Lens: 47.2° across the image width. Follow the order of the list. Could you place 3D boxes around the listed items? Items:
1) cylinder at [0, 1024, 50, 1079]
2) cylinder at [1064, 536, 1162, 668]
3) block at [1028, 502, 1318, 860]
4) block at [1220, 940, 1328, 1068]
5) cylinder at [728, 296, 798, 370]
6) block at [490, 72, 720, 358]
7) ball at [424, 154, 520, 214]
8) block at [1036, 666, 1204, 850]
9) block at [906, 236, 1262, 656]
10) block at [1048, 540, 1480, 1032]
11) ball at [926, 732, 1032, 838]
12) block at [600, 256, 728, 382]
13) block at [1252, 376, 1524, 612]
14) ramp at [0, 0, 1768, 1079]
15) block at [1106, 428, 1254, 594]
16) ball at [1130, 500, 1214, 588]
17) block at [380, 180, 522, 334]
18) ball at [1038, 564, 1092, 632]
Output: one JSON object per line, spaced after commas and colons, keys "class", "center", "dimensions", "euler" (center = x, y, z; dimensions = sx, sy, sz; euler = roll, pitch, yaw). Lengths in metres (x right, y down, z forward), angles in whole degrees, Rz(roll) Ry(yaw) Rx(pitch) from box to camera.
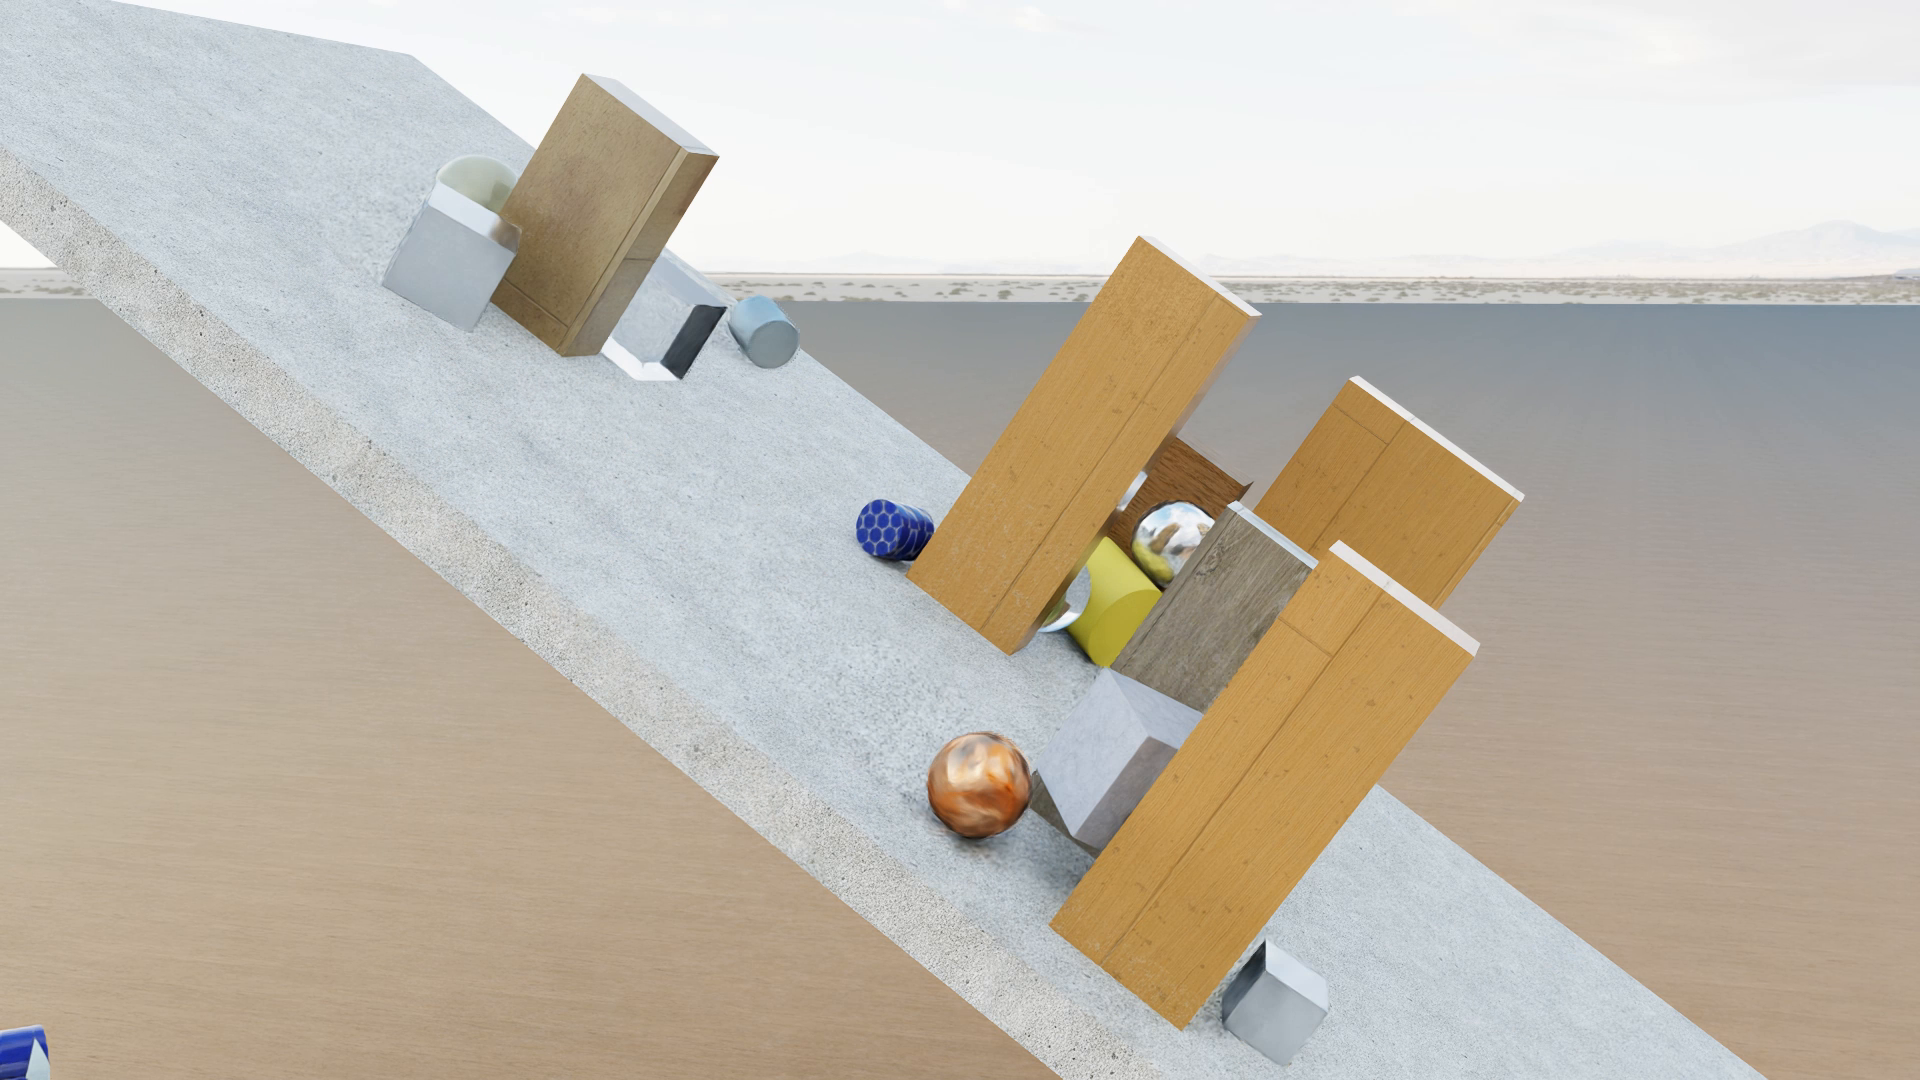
{"class": "cylinder", "center": [-2.113, 1.175, 4.833], "dimensions": [0.188, 0.188, 0.188], "euler": [-4, 8, -30]}
{"class": "cylinder", "center": [0.291, 0.123, 4.445], "dimensions": [0.194, 0.194, 0.194], "euler": [-4, 36, -33]}
{"class": "block", "center": [0.420, 0.296, 3.455], "dimensions": [0.405, 0.585, 0.081], "euler": [37, 16, 10]}
{"class": "block", "center": [0.467, 0.689, 3.270], "dimensions": [0.112, 0.112, 0.112], "euler": [34, 15, -1]}
{"class": "cylinder", "center": [-0.431, -0.456, 4.827], "dimensions": [0.120, 0.120, 0.120], "euler": [-4, 34, -27]}
{"class": "block", "center": [-0.690, -0.602, 4.101], "dimensions": [0.254, 0.453, 0.144], "euler": [37, 16, 10]}
{"class": "ball", "center": [-0.925, -0.639, 4.210], "dimensions": [0.196, 0.196, 0.196], "euler": [0, 7, 0]}
{"class": "block", "center": [0.271, 0.353, 3.321], "dimensions": [0.194, 0.194, 0.194], "euler": [27, 17, -27]}
{"class": "block", "center": [0.225, -0.172, 4.094], "dimensions": [0.251, 0.777, 0.127], "euler": [37, 16, 10]}
{"class": "block", "center": [0.424, 0.350, 3.113], "dimensions": [0.241, 0.685, 0.110], "euler": [37, 16, 10]}
{"class": "ball", "center": [0.028, 0.363, 3.255], "dimensions": [0.156, 0.156, 0.156], "euler": [0, 7, 0]}
{"class": "block", "center": [-0.607, -0.437, 4.296], "dimensions": [0.179, 0.179, 0.179], "euler": [39, 16, 16]}
{"class": "block", "center": [0.727, 0.096, 4.385], "dimensions": [0.402, 0.746, 0.141], "euler": [37, 16, 10]}
{"class": "ramp", "center": [-0.092, 0.165, 4.083], "dimensions": [4.000, 0.100, 2.000], "euler": [37, 16, 10]}
{"class": "block", "center": [0.329, -0.067, 4.658], "dimensions": [0.396, 0.425, 0.131], "euler": [37, 16, 10]}
{"class": "ball", "center": [0.438, 0.008, 4.467], "dimensions": [0.183, 0.183, 0.183], "euler": [0, 7, 0]}
{"class": "block", "center": [-0.900, -0.503, 3.902], "dimensions": [0.170, 0.170, 0.170], "euler": [29, 16, -18]}
{"class": "ball", "center": [0.166, 0.089, 4.307], "dimensions": [0.184, 0.184, 0.184], "euler": [0, 7, 0]}
